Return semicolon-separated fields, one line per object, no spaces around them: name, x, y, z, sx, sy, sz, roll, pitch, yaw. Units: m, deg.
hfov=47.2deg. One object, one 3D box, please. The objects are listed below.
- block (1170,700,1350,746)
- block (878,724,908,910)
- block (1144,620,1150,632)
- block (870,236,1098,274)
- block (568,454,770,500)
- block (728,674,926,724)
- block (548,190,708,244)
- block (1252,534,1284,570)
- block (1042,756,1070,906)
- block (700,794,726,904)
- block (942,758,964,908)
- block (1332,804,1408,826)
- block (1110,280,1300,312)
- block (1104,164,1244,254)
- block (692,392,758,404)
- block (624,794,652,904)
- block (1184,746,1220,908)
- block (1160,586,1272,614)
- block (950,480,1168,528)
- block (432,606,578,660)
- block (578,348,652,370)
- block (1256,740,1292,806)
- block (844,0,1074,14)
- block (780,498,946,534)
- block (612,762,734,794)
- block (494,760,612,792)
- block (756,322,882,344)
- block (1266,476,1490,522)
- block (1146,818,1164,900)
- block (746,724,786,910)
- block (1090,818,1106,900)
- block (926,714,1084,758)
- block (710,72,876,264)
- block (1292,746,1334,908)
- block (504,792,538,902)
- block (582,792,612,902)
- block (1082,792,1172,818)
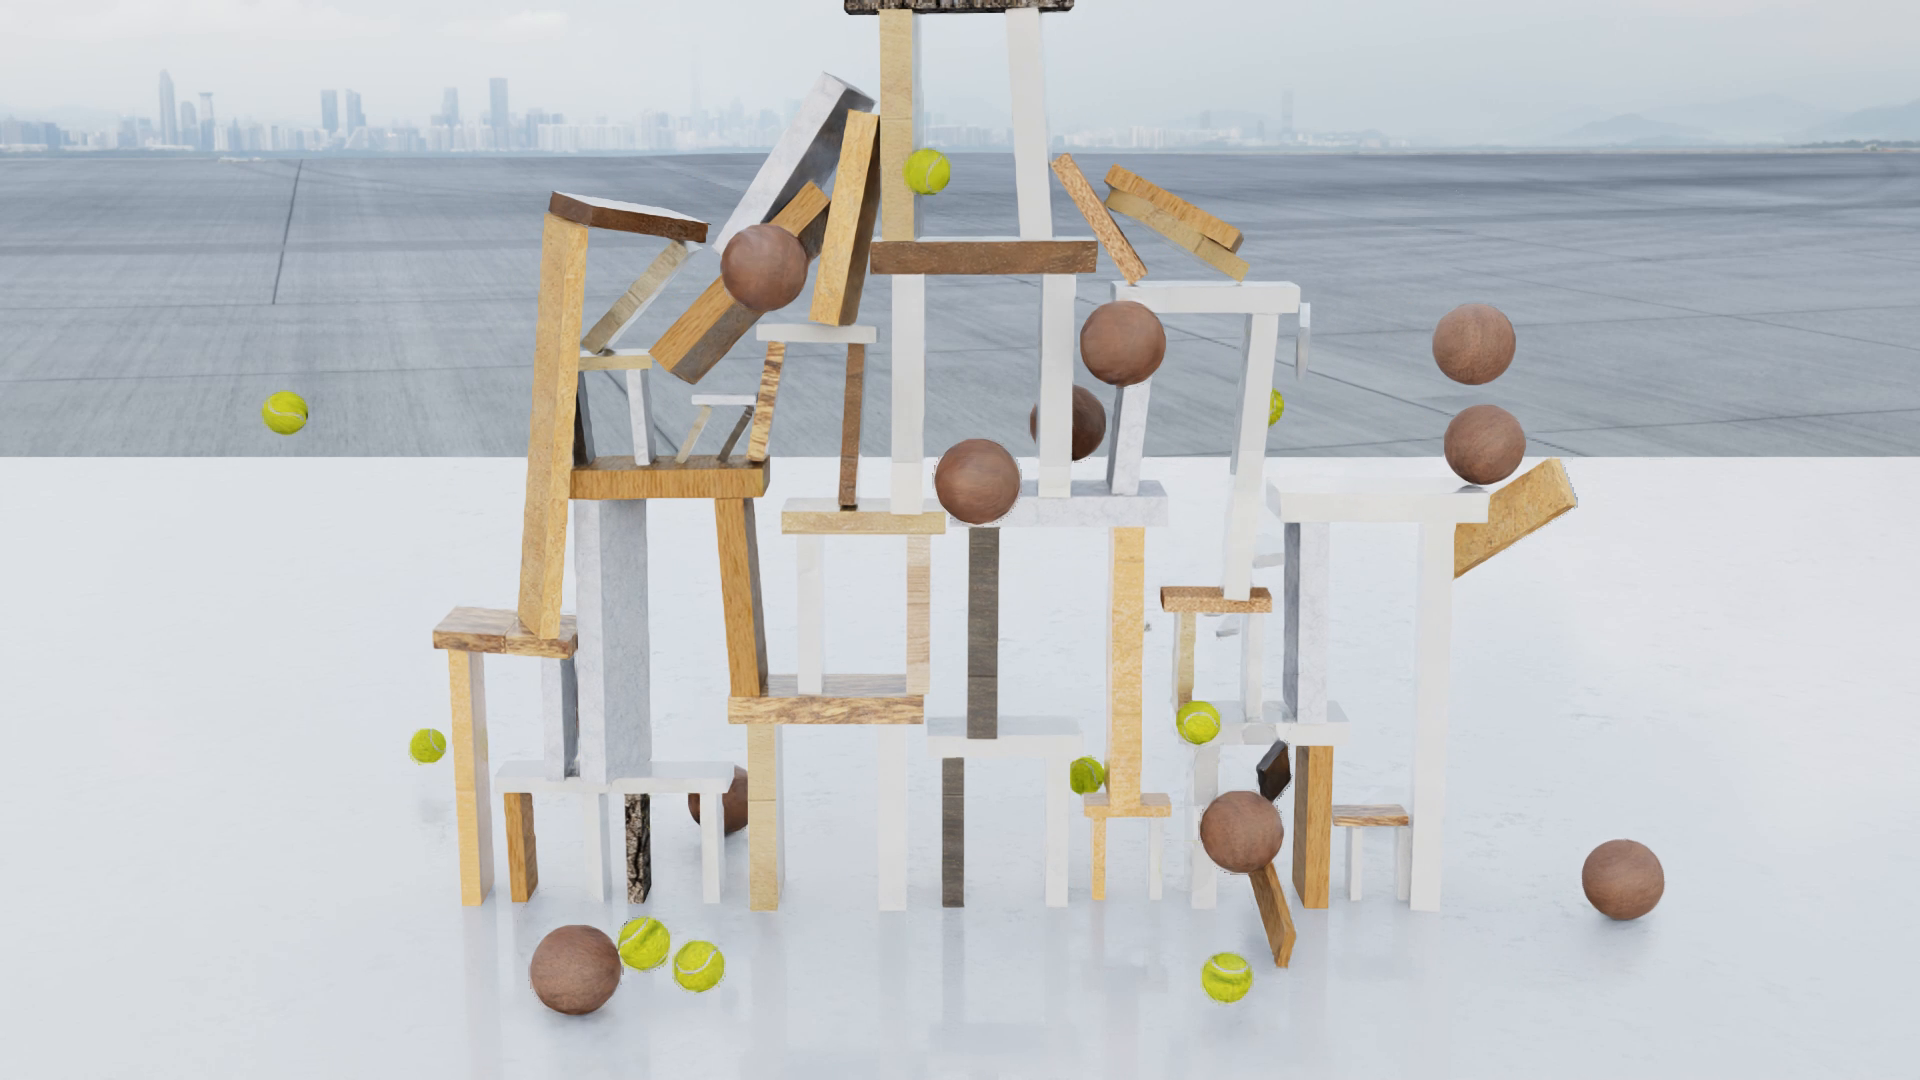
block;0.490;0.300;3.611;0.276;0.039;0.138;0;11;0
block;-0.111;0.436;3.637;0.044;0.314;0.157;0;11;0
block;0.323;0.164;4.208;0.052;0.015;0.104;-12;9;-12
block;0.037;-0.451;3.472;0.349;0.049;0.175;0;11;0
block;-0.472;-0.102;3.541;0.321;0.046;0.161;-1;11;-1
block;-0.215;0.260;3.605;0.314;0.044;0.157;0;11;0
block;-0.511;-0.499;3.402;0.222;0.031;0.111;1;17;-46
block;0.579;0.021;4.233;0.086;0.024;0.173;-9;12;-10
block;0.159;0.465;3.645;0.036;0.254;0.127;0;10;0
block;-0.410;0.498;3.650;0.027;0.188;0.094;-1;11;0
block;-0.011;0.466;3.643;0.036;0.254;0.127;0;10;0
block;0.678;0.458;3.657;0.123;0.017;0.062;0;11;-1
block;0.386;-0.387;3.492;0.285;0.040;0.143;0;10;1
block;0.342;-0.524;3.502;0.227;0.032;0.113;30;5;9
block;-0.376;-0.227;3.521;0.103;0.015;0.051;1;10;1
block;-0.534;0.498;3.650;0.027;0.188;0.094;0;11;0
block;0.399;0.455;3.640;0.039;0.276;0.138;0;11;0
block;0.416;0.097;3.577;0.174;0.025;0.087;1;11;2
block;0.155;-0.060;3.552;0.346;0.049;0.173;0;10;0
block;-0.722;0.148;3.541;0.222;0.031;0.111;4;19;6
block;-0.570;-0.287;3.500;0.154;0.022;0.077;-2;13;-9
block;0.500;0.371;3.501;0.017;0.119;0.059;31;68;28
block;-0.001;-0.844;3.399;0.348;0.049;0.174;-1;11;1
block;-0.153;-0.039;3.554;0.262;0.037;0.131;0;11;0
block;-0.472;0.392;3.629;0.188;0.027;0.094;0;11;1
block;-0.667;0.391;3.637;0.187;0.027;0.094;0;11;0
block;-0.225;-0.332;3.522;0.190;0.027;0.095;1;7;2
block;0.668;-0.066;3.544;0.328;0.047;0.164;0;11;0
block;0.324;0.519;3.661;0.020;0.142;0.071;0;11;0
block;-0.320;0.436;3.637;0.044;0.314;0.157;0;11;0
block;0.230;0.519;3.661;0.020;0.142;0.071;0;11;0
block;0.073;0.323;3.619;0.254;0.036;0.127;0;10;-1
block;-0.264;-0.586;3.525;0.047;0.330;0.165;36;12;10
block;0.583;0.455;3.640;0.039;0.276;0.138;0;11;0
block;-0.729;0.497;3.656;0.027;0.187;0.094;-2;11;1
block;-0.603;0.497;3.657;0.027;0.187;0.094;-1;11;0
block;0.276;0.439;3.646;0.142;0.020;0.071;0;11;0
